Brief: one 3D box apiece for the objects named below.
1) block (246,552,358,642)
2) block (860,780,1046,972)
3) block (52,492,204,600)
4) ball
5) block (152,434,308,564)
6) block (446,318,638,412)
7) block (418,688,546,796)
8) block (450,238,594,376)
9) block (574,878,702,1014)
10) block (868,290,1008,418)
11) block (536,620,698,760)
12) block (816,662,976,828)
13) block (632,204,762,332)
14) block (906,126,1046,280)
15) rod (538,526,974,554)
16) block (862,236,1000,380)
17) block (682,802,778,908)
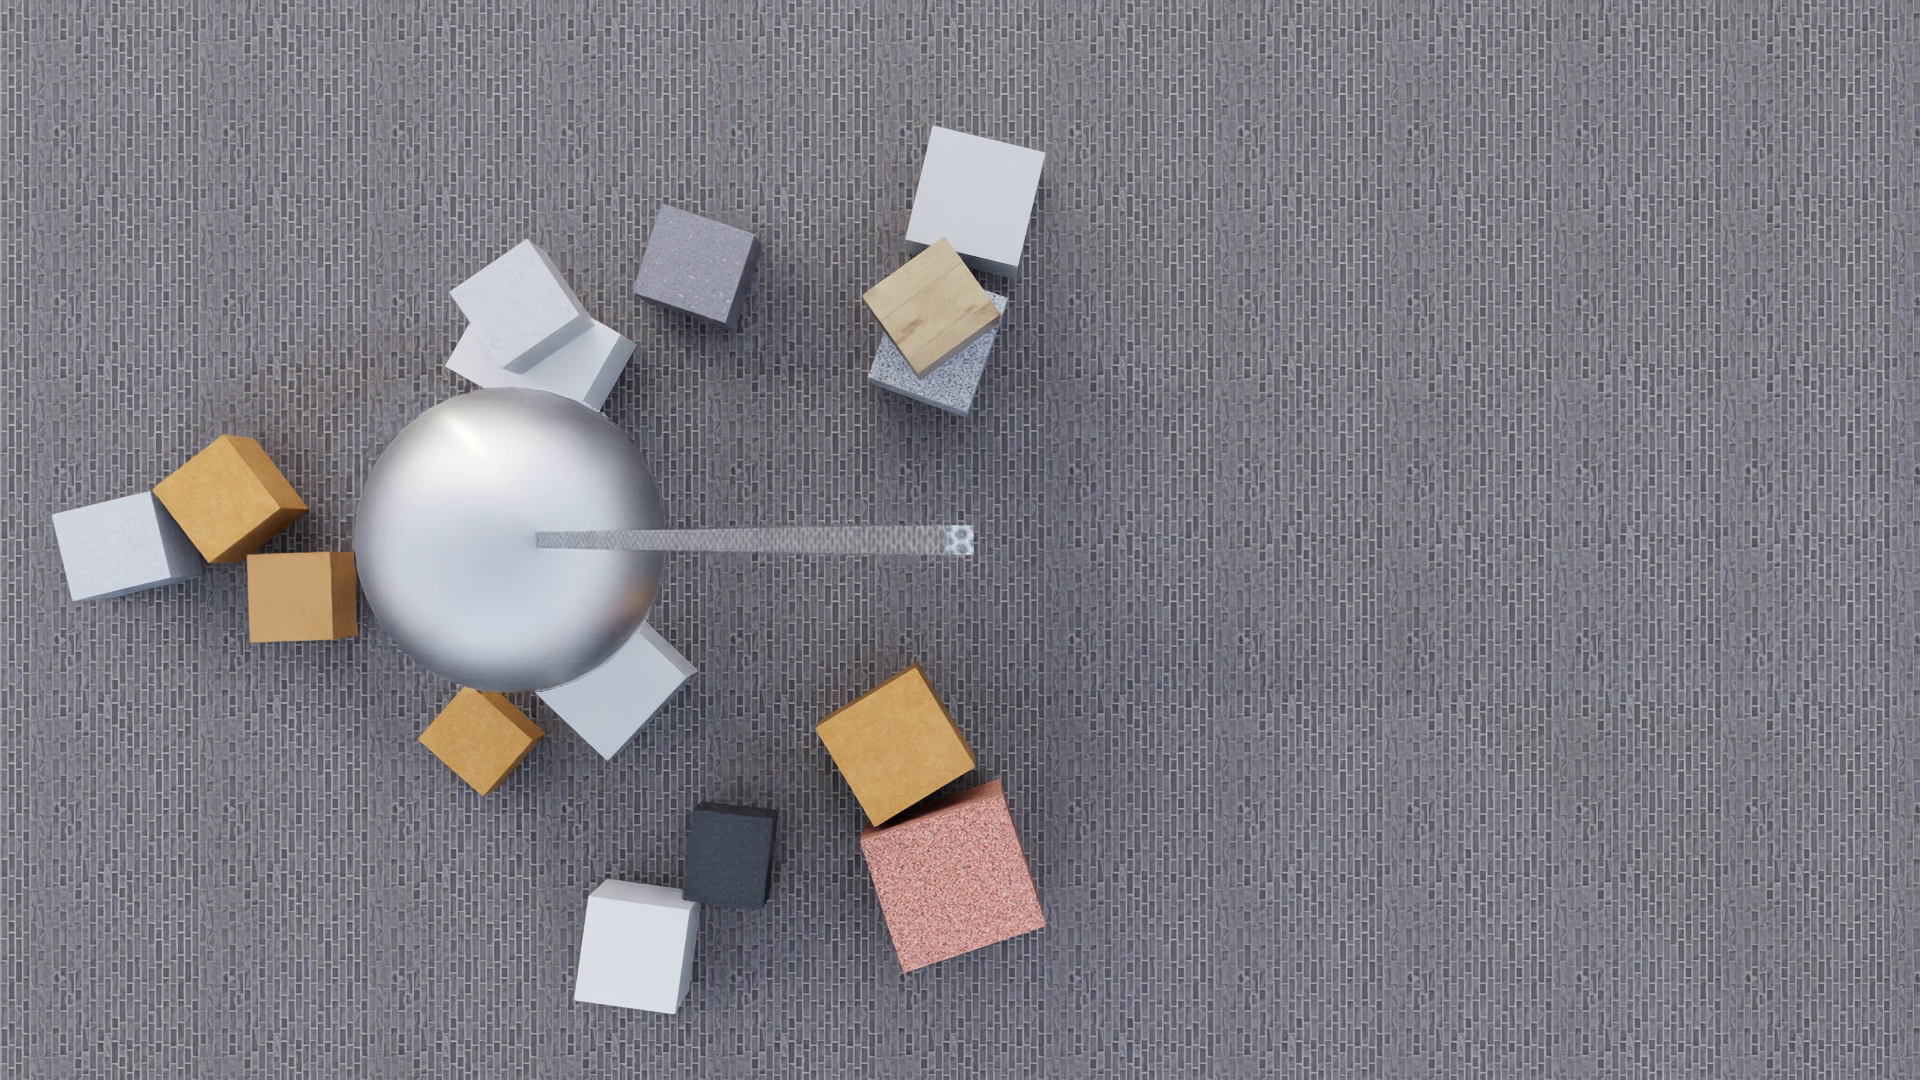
[{"bbox_3d":[-3.805,0.324,12.743,0.471,0.514,0.500,-2,90,0],"label":"block"},{"bbox_3d":[-0.039,1.910,12.613,0.835,0.773,0.773,-18,90,0],"label":"block"},{"bbox_3d":[-4.806,0.034,12.725,0.571,0.550,0.503,-14,90,0],"label":"block"},{"bbox_3d":[-2.333,0.000,11.469,1.600,1.600,1.600,0,90,0],"label":"ball"},{"bbox_3d":[-4.212,-0.234,12.725,0.512,0.549,0.527,-38,90,0],"label":"block"},{"bbox_3d":[-2.400,-1.066,12.678,0.768,0.644,0.642,30,90,0],"label":"block"},{"bbox_3d":[-2.774,1.143,12.790,0.496,0.419,0.429,41,90,0],"label":"block"},{"bbox_3d":[-2.398,-1.273,12.094,0.508,0.523,0.496,-34,90,0],"label":"block"},{"bbox_3d":[-1.844,2.333,12.678,0.572,0.643,0.590,8,90,0],"label":"block"},{"bbox_3d":[-0.125,-1.144,12.712,0.594,0.576,0.685,20,90,0],"label":"block"},{"bbox_3d":[-1.976,0.814,12.706,0.575,0.588,0.649,43,90,0],"label":"block"},{"bbox_3d":[-0.364,1.165,12.676,0.661,0.648,0.651,-31,90,0],"label":"block"},{"bbox_3d":[-1.513,-1.572,12.741,0.556,0.518,0.531,18,90,0],"label":"block"},{"bbox_3d":[0.087,-1.940,12.699,0.652,0.602,0.660,14,90,0],"label":"block"},{"bbox_3d":[-1.011,0.000,8.337,0.080,5.200,0.080,0,90,-23],"label":"rod"},{"bbox_3d":[-0.155,-1.268,12.135,0.550,0.577,0.518,-36,90,0],"label":"block"},{"bbox_3d":[-1.329,1.828,12.788,0.461,0.423,0.519,6,90,0],"label":"block"}]
